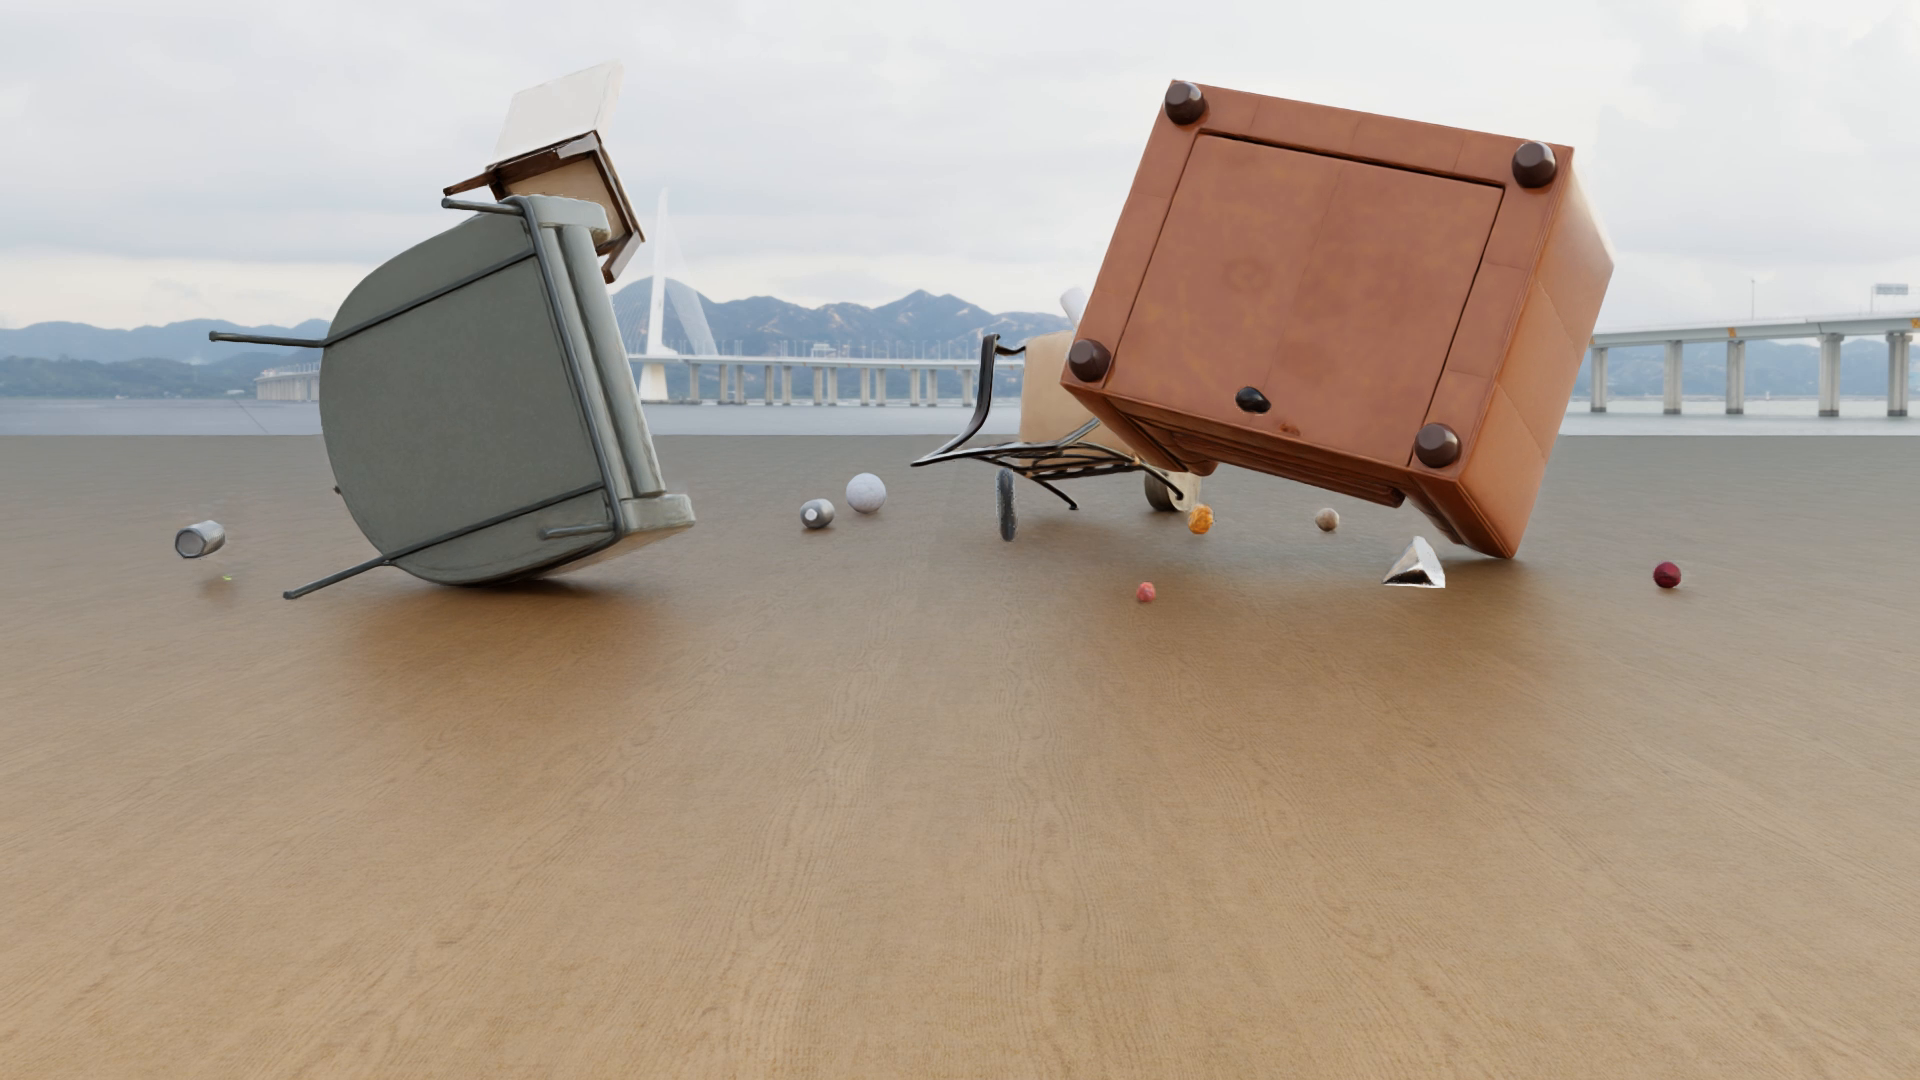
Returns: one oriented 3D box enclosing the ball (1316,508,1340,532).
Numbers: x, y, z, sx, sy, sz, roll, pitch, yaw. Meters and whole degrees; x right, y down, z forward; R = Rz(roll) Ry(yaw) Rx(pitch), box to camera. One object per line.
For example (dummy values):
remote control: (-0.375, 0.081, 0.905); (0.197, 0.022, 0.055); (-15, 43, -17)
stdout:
ball: (1.158, -0.064, 6.935); (0.074, 0.074, 0.074); (0, 4, 0)

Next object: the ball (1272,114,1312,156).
ball: (0.920, -1.123, 6.101); (0.112, 0.112, 0.112); (0, 4, 0)

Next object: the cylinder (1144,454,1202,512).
cylinder: (0.786, -0.213, 8.119); (0.109, 0.210, 0.201); (4, -7, 44)

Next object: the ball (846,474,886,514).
ball: (-0.340, -0.169, 7.948); (0.146, 0.146, 0.146); (0, 4, 0)

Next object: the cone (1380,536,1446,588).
cone: (1.013, 0.075, 5.013); (0.146, 0.134, 0.073); (-29, -2, 43)
